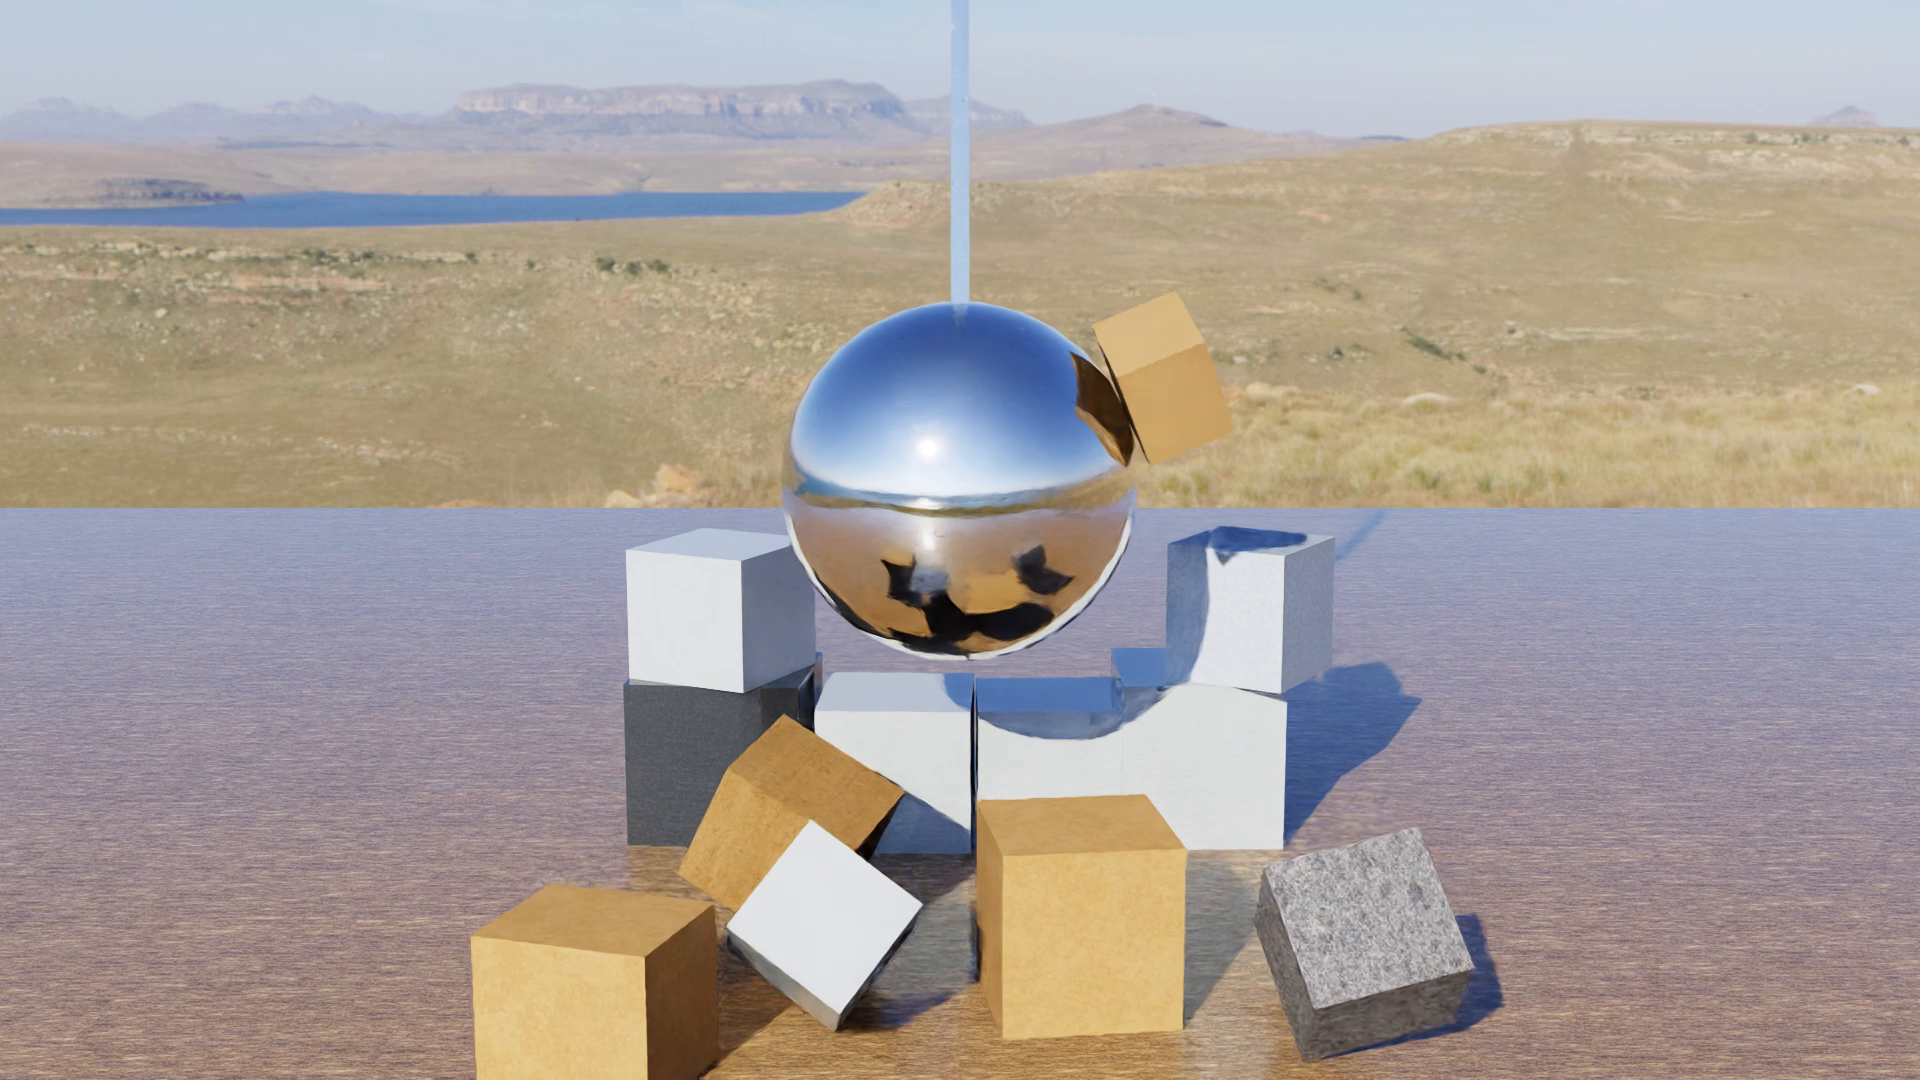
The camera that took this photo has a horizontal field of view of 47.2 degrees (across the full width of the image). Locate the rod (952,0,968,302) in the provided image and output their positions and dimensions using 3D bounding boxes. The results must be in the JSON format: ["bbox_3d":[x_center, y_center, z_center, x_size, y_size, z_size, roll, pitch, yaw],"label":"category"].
[{"bbox_3d":[0.000,-3.655,9.934,0.080,5.200,0.080,0,-2,0],"label":"rod"}]

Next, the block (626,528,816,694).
[{"bbox_3d":[-1.206,0.343,11.181,0.674,0.659,0.703,5,12,26],"label":"block"}]

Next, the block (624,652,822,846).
[{"bbox_3d":[-1.203,1.066,11.376,0.880,0.833,0.795,1,10,5],"label":"block"}]

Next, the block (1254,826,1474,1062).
[{"bbox_3d":[1.532,1.553,8.426,0.614,0.591,0.558,-13,-33,-5],"label":"block"}]

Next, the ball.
[{"bbox_3d":[0.000,-0.258,9.790,1.600,1.600,1.600,0,10,0],"label":"ball"}]

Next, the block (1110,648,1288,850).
[{"bbox_3d":[1.210,1.063,11.361,0.810,0.843,0.834,0,10,-1],"label":"block"}]

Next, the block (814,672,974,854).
[{"bbox_3d":[-0.320,1.132,11.302,0.768,0.728,0.801,0,10,2],"label":"block"}]

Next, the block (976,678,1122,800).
[{"bbox_3d":[0.445,1.137,11.343,0.720,0.705,0.701,0,10,-1],"label":"block"}]

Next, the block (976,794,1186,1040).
[{"bbox_3d":[0.479,1.530,9.034,0.729,0.757,0.739,-1,10,-8],"label":"block"}]

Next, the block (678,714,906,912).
[{"bbox_3d":[-0.745,1.296,9.745,0.653,0.635,0.563,32,29,8],"label":"block"}]

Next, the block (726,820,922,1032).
[{"bbox_3d":[-0.538,1.522,8.634,0.544,0.523,0.532,36,-19,8],"label":"block"}]

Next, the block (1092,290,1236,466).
[{"bbox_3d":[0.885,-0.707,9.578,0.399,0.487,0.469,-22,35,3],"label":"block"}]

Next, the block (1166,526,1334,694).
[{"bbox_3d":[1.465,0.337,11.094,0.628,0.682,0.632,6,12,31],"label":"block"}]

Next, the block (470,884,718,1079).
[{"bbox_3d":[-1.366,1.728,8.305,0.703,0.628,0.611,3,11,18],"label":"block"}]
